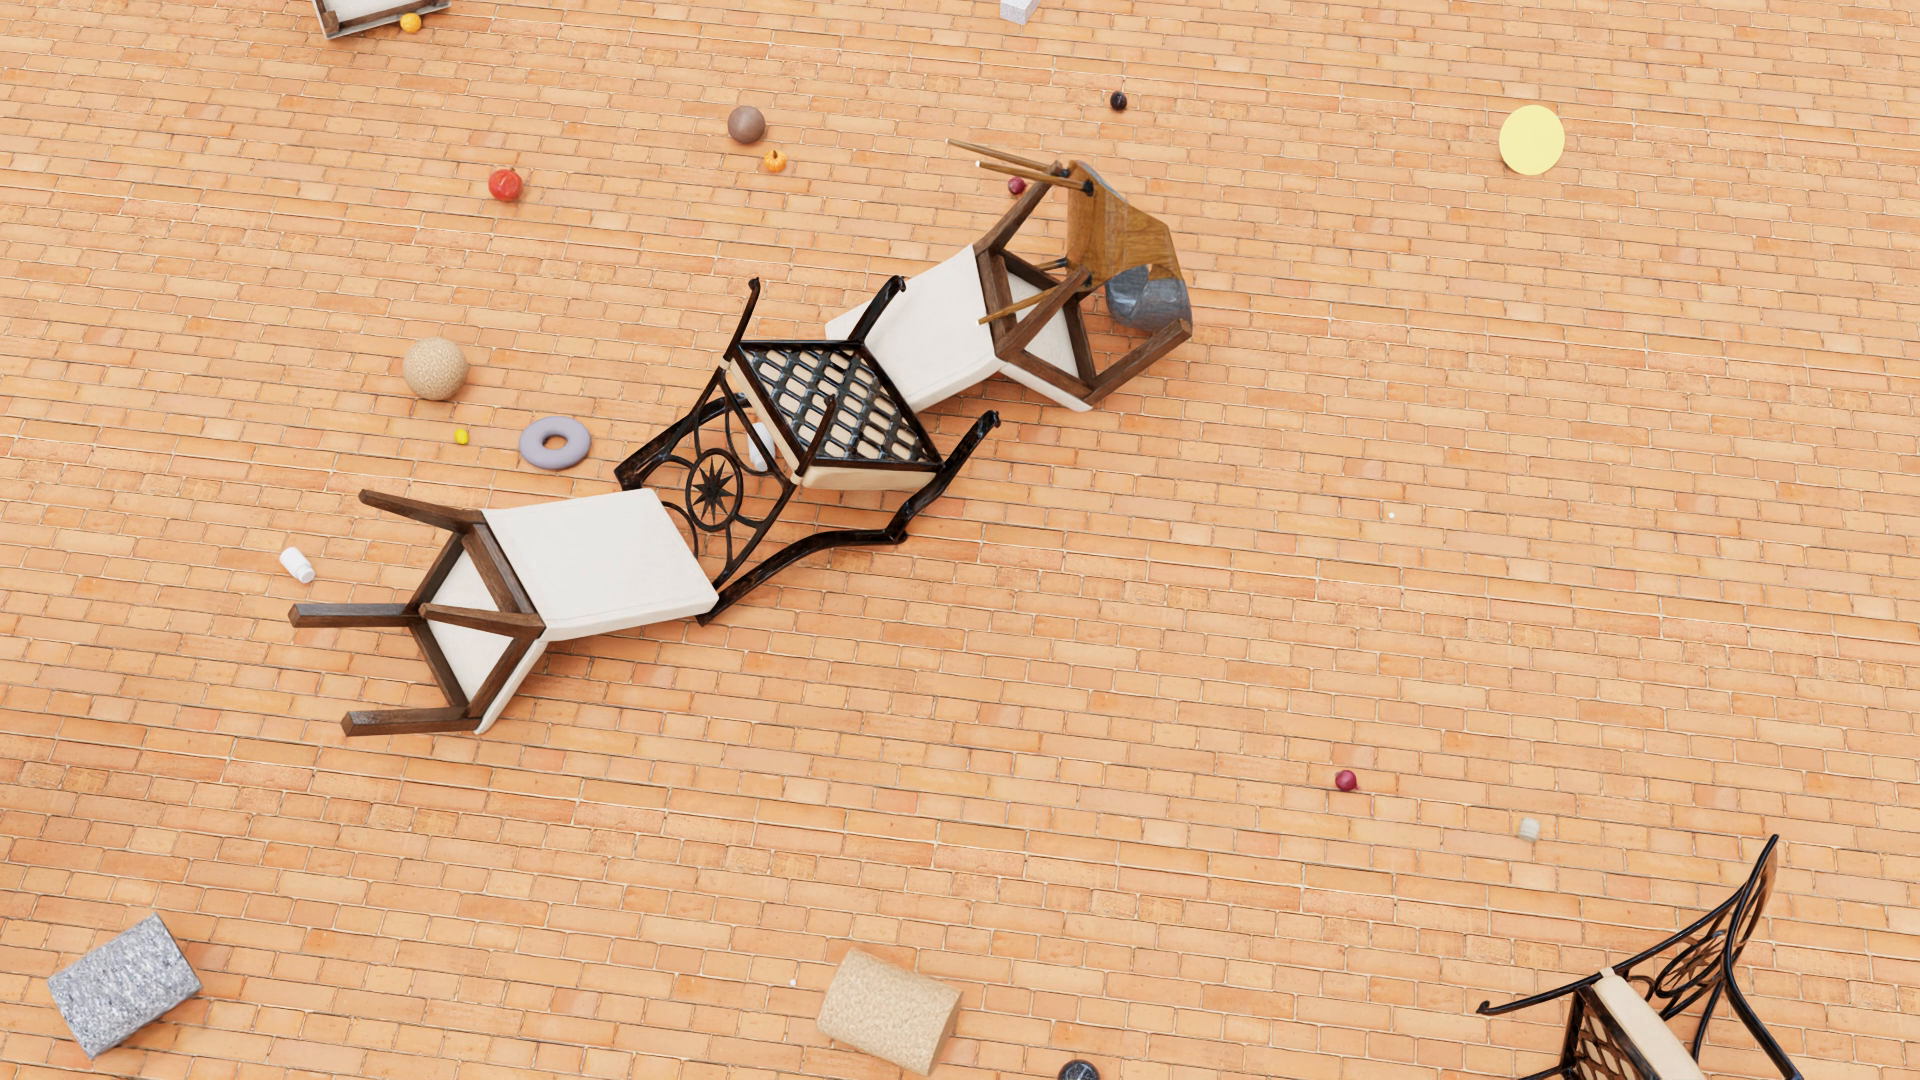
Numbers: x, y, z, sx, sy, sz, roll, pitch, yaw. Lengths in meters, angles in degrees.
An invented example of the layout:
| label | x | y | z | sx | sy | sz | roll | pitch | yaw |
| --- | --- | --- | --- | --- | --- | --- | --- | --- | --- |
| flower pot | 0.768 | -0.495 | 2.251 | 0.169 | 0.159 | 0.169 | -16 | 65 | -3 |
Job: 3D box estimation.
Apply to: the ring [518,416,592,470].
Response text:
| label | x | y | z | sx | sy | sz | roll | pitch | yaw |
| --- | --- | --- | --- | --- | --- | --- | --- | --- | --- |
| ring | -1.242 | -0.299 | 6.742 | 0.223 | 0.055 | 0.196 | -1 | 55 | -1 |

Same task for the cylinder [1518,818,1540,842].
| label | x | y | z | sx | sy | sz | roll | pitch | yaw |
| --- | --- | --- | --- | --- | --- | --- | --- | --- | --- |
| cylinder | 1.559 | 0.794 | 6.023 | 0.055 | 0.030 | 0.056 | 18 | 58 | 7 |

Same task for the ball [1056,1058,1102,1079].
| label | x | y | z | sx | sy | sz | roll | pitch | yaw |
| --- | --- | --- | --- | --- | --- | --- | --- | --- | --- |
| ball | 0.302 | 1.376 | 5.582 | 0.115 | 0.115 | 0.115 | 0 | 56 | 0 |

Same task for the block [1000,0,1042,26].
| label | x | y | z | sx | sy | sz | roll | pitch | yaw |
| --- | --- | --- | --- | --- | --- | --- | --- | --- | --- |
| block | 0.220 | -1.920 | 7.818 | 0.096 | 0.073 | 0.156 | 22 | 59 | 14 |

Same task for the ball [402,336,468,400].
| label | x | y | z | sx | sy | sz | roll | pitch | yaw |
| --- | --- | --- | --- | --- | --- | --- | --- | --- | --- |
| ball | -1.625 | -0.531 | 6.811 | 0.197 | 0.197 | 0.197 | 0 | 56 | 0 |

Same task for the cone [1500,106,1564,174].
| label | x | y | z | sx | sy | sz | roll | pitch | yaw |
| --- | --- | --- | --- | --- | --- | --- | --- | --- | --- |
| cone | 1.917 | -1.348 | 7.434 | 0.223 | 0.094 | 0.233 | 20 | 93 | -6 |

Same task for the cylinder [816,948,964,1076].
| label | x | y | z | sx | sy | sz | roll | pitch | yaw |
| --- | --- | --- | --- | --- | --- | --- | --- | --- | --- |
| cylinder | -0.180 | 1.215 | 5.673 | 0.312 | 0.141 | 0.235 | 20 | 66 | 13 |

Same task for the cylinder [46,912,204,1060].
| label | x | y | z | sx | sy | sz | roll | pitch | yaw |
| --- | --- | --- | --- | --- | --- | --- | --- | --- | --- |
| cylinder | -2.165 | 1.154 | 5.703 | 0.314 | 0.133 | 0.319 | -33 | 44 | -20 |
